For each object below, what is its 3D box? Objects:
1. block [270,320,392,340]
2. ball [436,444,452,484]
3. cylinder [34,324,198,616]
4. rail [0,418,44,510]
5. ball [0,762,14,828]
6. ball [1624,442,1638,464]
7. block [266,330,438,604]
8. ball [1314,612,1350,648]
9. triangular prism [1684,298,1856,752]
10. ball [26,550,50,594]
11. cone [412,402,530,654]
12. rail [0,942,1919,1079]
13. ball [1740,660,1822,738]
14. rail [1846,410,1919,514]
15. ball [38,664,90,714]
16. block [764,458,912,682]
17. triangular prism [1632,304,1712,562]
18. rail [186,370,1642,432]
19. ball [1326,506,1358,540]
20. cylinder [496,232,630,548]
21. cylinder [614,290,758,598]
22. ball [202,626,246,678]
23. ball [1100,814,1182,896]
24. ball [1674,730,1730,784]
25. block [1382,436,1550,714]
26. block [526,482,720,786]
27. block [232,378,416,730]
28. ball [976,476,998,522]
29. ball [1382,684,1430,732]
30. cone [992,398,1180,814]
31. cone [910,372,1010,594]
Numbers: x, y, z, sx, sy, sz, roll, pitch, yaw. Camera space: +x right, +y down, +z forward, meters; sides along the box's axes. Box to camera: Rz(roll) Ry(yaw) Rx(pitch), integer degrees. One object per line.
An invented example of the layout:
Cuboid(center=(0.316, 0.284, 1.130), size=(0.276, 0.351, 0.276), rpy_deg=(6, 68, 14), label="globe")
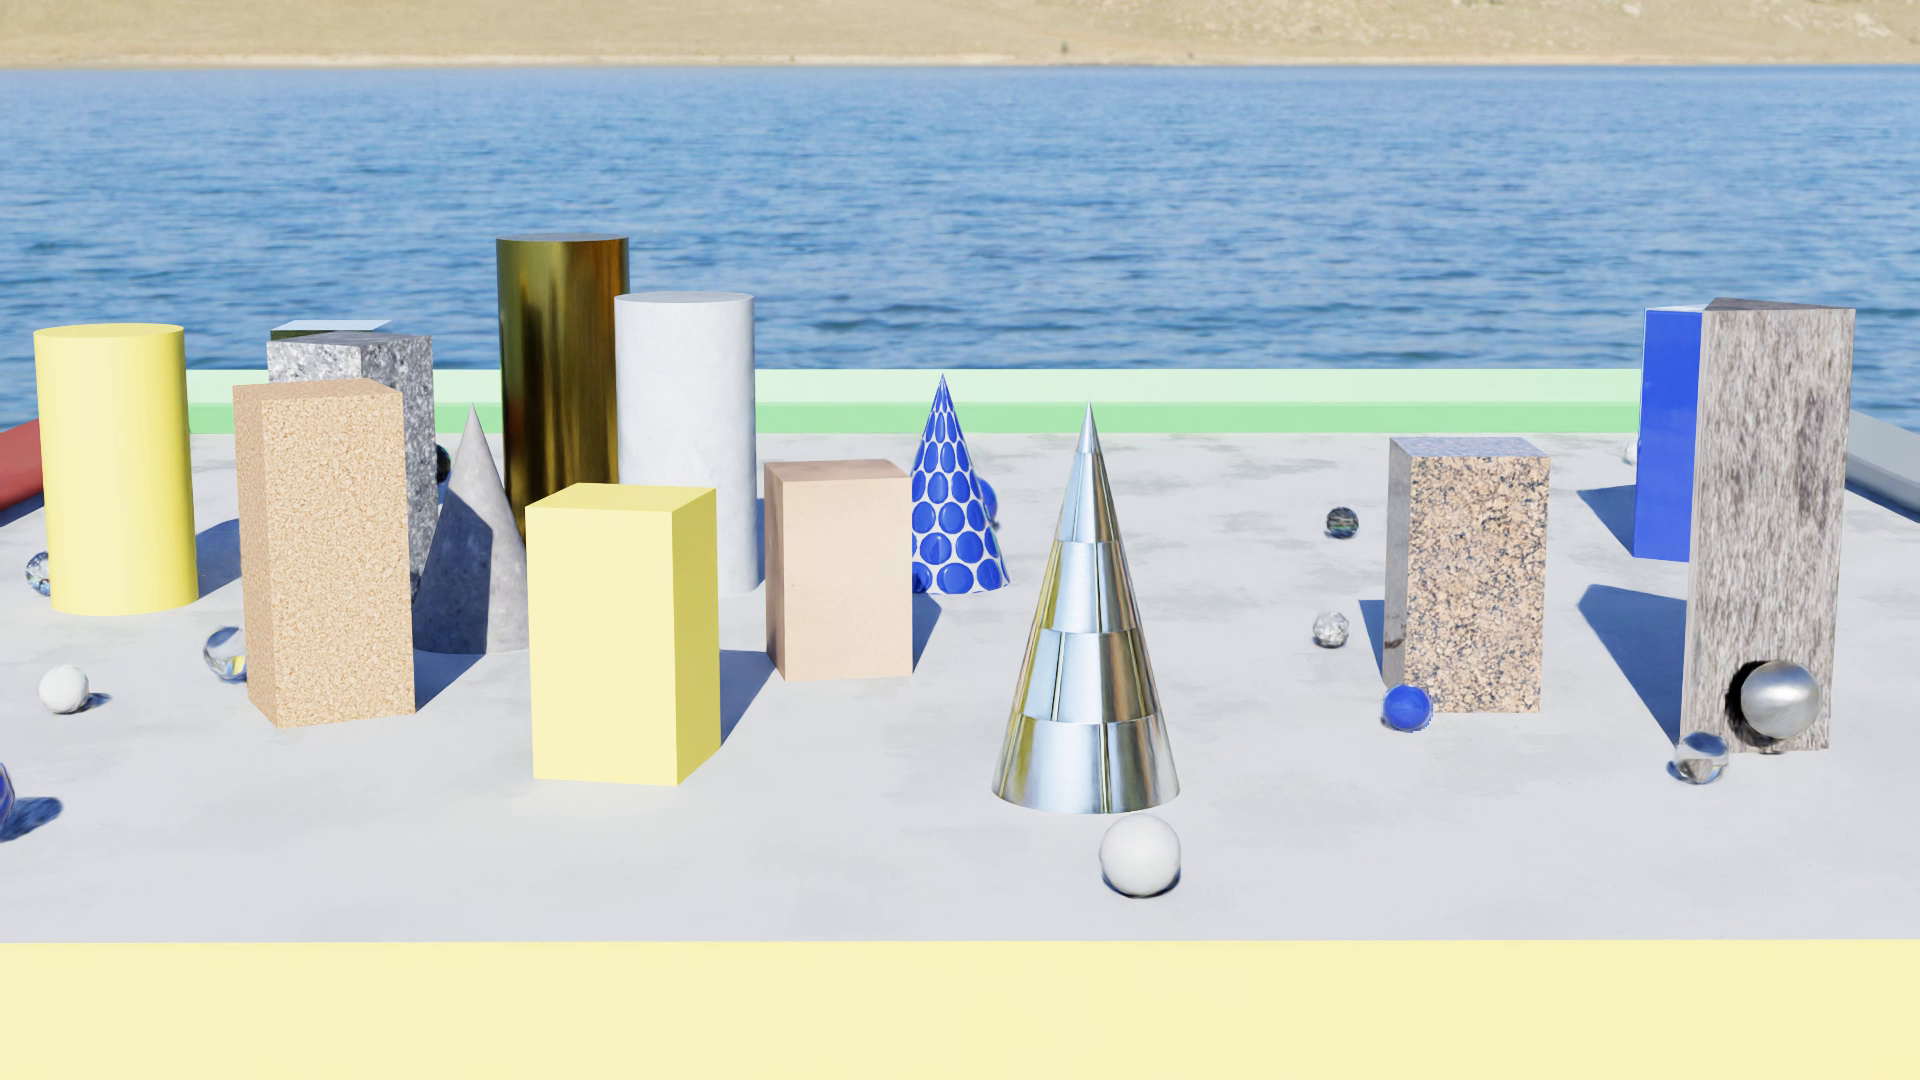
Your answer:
Cuboid(center=(-0.976, -0.174, 4.019), size=(0.154, 0.325, 0.154), rpy_deg=(0, 11, -1), label="block")
Cuboid(center=(-0.927, -0.133, 4.474), size=(0.077, 0.077, 0.077), rpy_deg=(0, 11, 0), label="ball")
Cuboid(center=(-1.145, -0.099, 3.487), size=(0.193, 0.372, 0.193), rpy_deg=(0, 11, 0), label="cylinder")
Cuboid(center=(-1.553, 0.034, 3.440), size=(0.045, 0.125, 3.382), rpy_deg=(0, 11, 0), label="rail")
Cuboid(center=(-0.940, 0.241, 2.411), size=(0.096, 0.096, 0.096), rpy_deg=(0, 11, 0), label="ball")
Cuboid(center=(1.242, -0.159, 4.709), size=(0.044, 0.044, 0.044), rpy_deg=(0, 11, 0), label="ball")
Cuboid(center=(-0.822, -0.094, 3.491), size=(0.154, 0.361, 0.154), rpy_deg=(5, 12, 25), label="block")
Cuboid(center=(0.469, 0.113, 3.239), size=(0.046, 0.046, 0.046), rpy_deg=(0, 11, 0), label="ball")
Cuboid(center=(0.842, -0.019, 2.778), size=(0.167, 0.474, 0.145), rpy_deg=(-2, 11, -9), label="triangular prism")
Cuboid(center=(-1.264, 0.045, 3.560), size=(0.061, 0.061, 0.061), rpy_deg=(0, 11, 0), label="ball")
Cuboid(center=(-0.616, -0.026, 3.270), size=(0.193, 0.307, 0.193), rpy_deg=(0, 11, 0), label="cone")
Cuboid(center=(0.010, 0.337, 1.810), size=(3.154, 0.125, 0.045), rpy_deg=(0, 11, 0), label="rail")
Cuboid(center=(0.862, 0.168, 2.696), size=(0.082, 0.082, 0.082), rpy_deg=(0, 11, 0), label="ball")
Cuboid(center=(1.553, 0.031, 3.458), size=(0.045, 0.125, 3.382), rpy_deg=(0, 11, 0), label="rail")
Cuboid(center=(-1.016, 0.169, 2.911), size=(0.055, 0.055, 0.055), rpy_deg=(0, 11, 0), label="ball")
Cuboid(center=(-0.150, 0.034, 3.128), size=(0.154, 0.242, 0.154), rpy_deg=(-2, 11, -13), label="block")
Cuboid(center=(1.113, -0.161, 3.823), size=(0.167, 0.371, 0.145), rpy_deg=(6, 12, 29), label="triangular prism")
Cuboid(center=(-0.010, -0.272, 5.088), size=(3.154, 0.125, 0.045), rpy_deg=(0, 11, 0), label="rail")
Cuboid(center=(0.592, -0.027, 3.975), size=(0.051, 0.051, 0.051), rpy_deg=(0, 11, 0), label="ball")
Cuboid(center=(-0.583, -0.211, 3.806), size=(0.193, 0.475, 0.193), rpy_deg=(0, 11, 0), label="cylinder")
Cuboid(center=(-0.381, -0.135, 3.581), size=(0.193, 0.408, 0.193), rpy_deg=(0, 11, 0), label="cylinder")
Cuboid(center=(-0.866, 0.133, 3.041), size=(0.062, 0.062, 0.062), rpy_deg=(0, 11, 0), label="ball")
Cuboid(center=(0.160, 0.279, 2.272), size=(0.073, 0.073, 0.073), rpy_deg=(0, 11, 0), label="ball")
Cuboid(center=(0.760, 0.223, 2.626), size=(0.054, 0.054, 0.054), rpy_deg=(0, 11, 0), label="ball")
Cuboid(center=(0.581, 0.038, 2.963), size=(0.154, 0.294, 0.154), rpy_deg=(0, 11, 0), label="block")
Cuboid(center=(-0.349, 0.095, 2.682), size=(0.154, 0.284, 0.154), rpy_deg=(2, 11, 11), label="block")
Cuboid(center=(-0.722, 0.011, 2.911), size=(0.154, 0.366, 0.154), rpy_deg=(-5, 12, -27), label="block")
Cuboid(center=(0.012, -0.054, 4.004), size=(0.095, 0.095, 0.095), rpy_deg=(0, 11, 0), label="ball")
Cuboid(center=(0.494, 0.185, 2.834), size=(0.052, 0.052, 0.052), rpy_deg=(0, 11, 0), label="ball")
Cuboid(center=(0.128, 0.055, 2.579), size=(0.193, 0.401, 0.193), rpy_deg=(0, 11, 0), label="cone")
Cuboid(center=(-0.024, -0.089, 3.631), size=(0.193, 0.299, 0.193), rpy_deg=(0, 11, 0), label="cone")
